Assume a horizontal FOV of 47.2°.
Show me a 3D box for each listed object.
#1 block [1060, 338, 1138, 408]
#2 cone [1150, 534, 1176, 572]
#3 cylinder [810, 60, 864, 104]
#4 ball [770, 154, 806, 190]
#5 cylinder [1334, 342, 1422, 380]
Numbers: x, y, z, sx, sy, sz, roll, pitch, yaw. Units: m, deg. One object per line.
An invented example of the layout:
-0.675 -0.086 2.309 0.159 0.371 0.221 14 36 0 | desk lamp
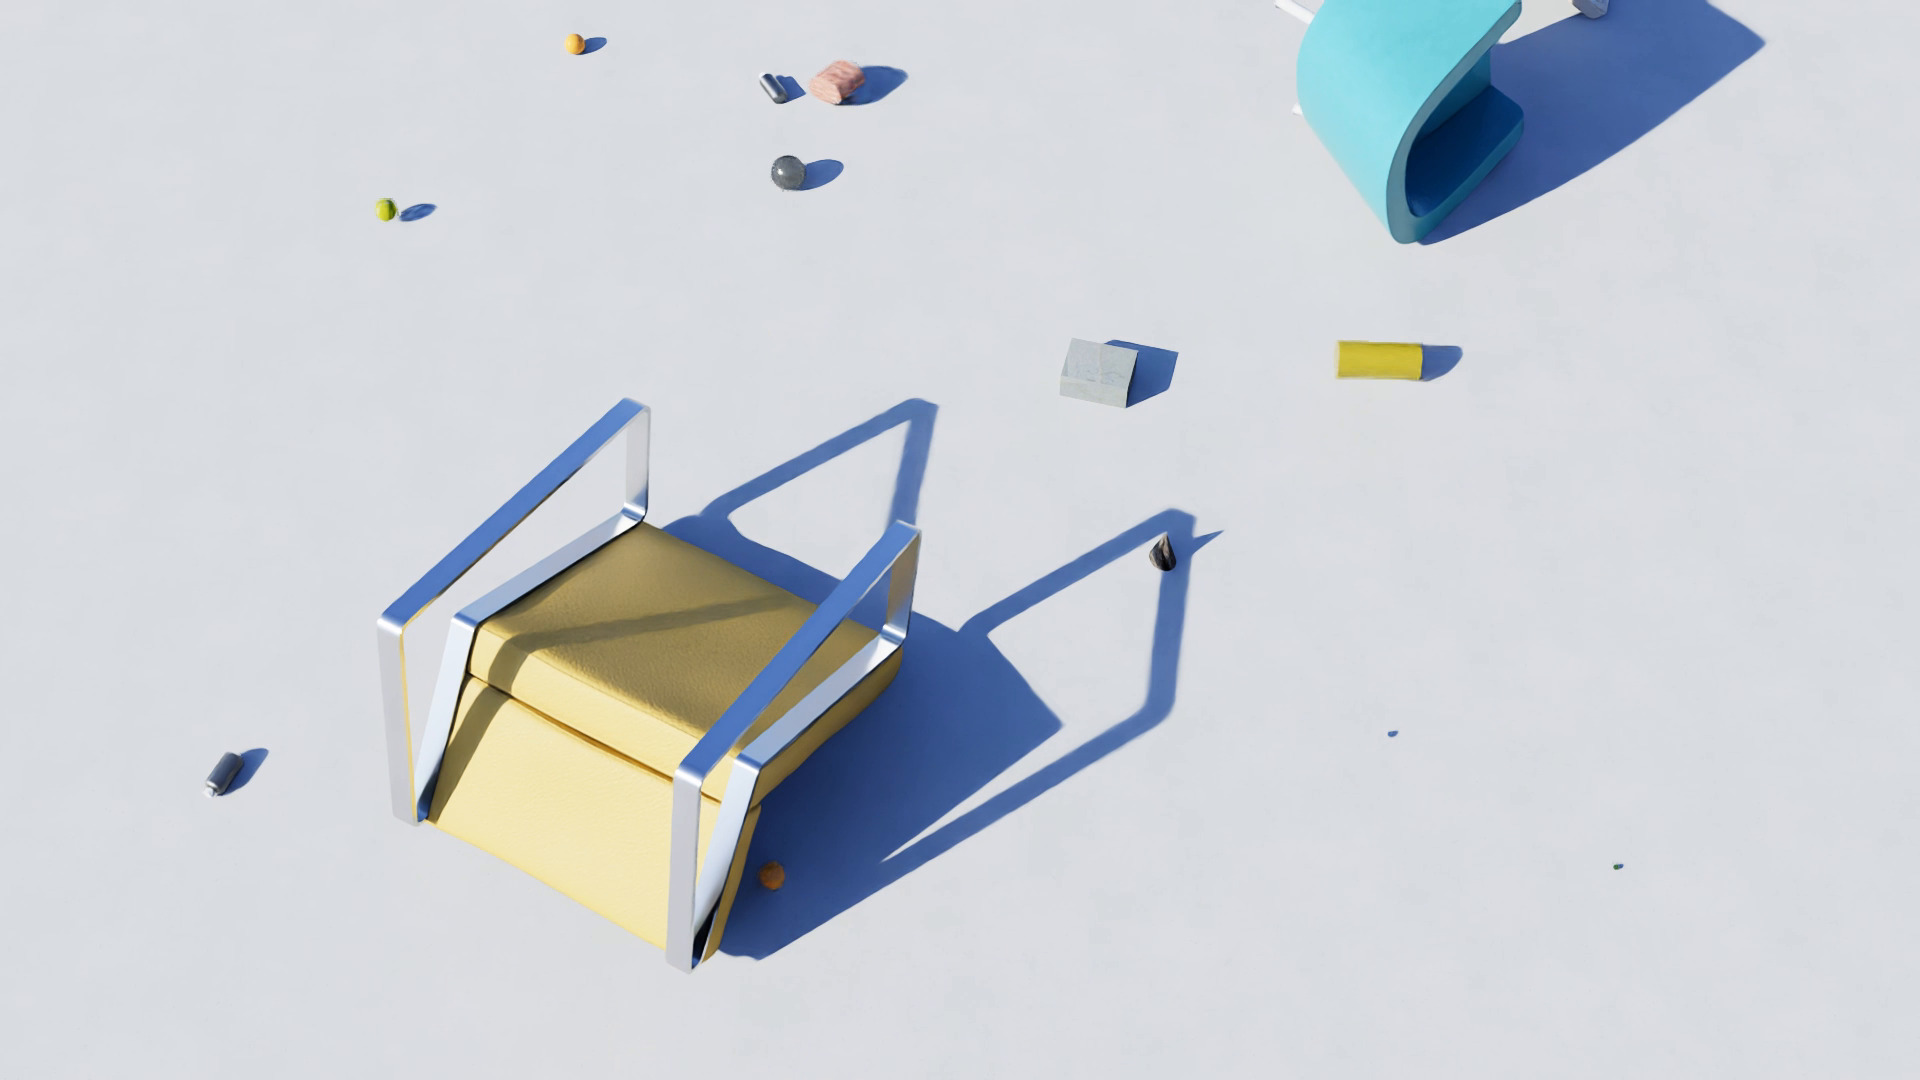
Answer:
0.433 -0.521 6.863 0.211 0.100 0.155 12 57 8 | block
0.602 0.016 6.478 0.074 0.142 0.092 -28 61 -18 | cone
-0.422 -1.572 7.554 0.117 0.104 0.167 -42 35 -24 | cylinder
-0.573 -1.224 7.325 0.116 0.116 0.116 0 56 0 | ball
1.306 -0.559 6.880 0.256 0.116 0.113 2 20 1 | cylinder
